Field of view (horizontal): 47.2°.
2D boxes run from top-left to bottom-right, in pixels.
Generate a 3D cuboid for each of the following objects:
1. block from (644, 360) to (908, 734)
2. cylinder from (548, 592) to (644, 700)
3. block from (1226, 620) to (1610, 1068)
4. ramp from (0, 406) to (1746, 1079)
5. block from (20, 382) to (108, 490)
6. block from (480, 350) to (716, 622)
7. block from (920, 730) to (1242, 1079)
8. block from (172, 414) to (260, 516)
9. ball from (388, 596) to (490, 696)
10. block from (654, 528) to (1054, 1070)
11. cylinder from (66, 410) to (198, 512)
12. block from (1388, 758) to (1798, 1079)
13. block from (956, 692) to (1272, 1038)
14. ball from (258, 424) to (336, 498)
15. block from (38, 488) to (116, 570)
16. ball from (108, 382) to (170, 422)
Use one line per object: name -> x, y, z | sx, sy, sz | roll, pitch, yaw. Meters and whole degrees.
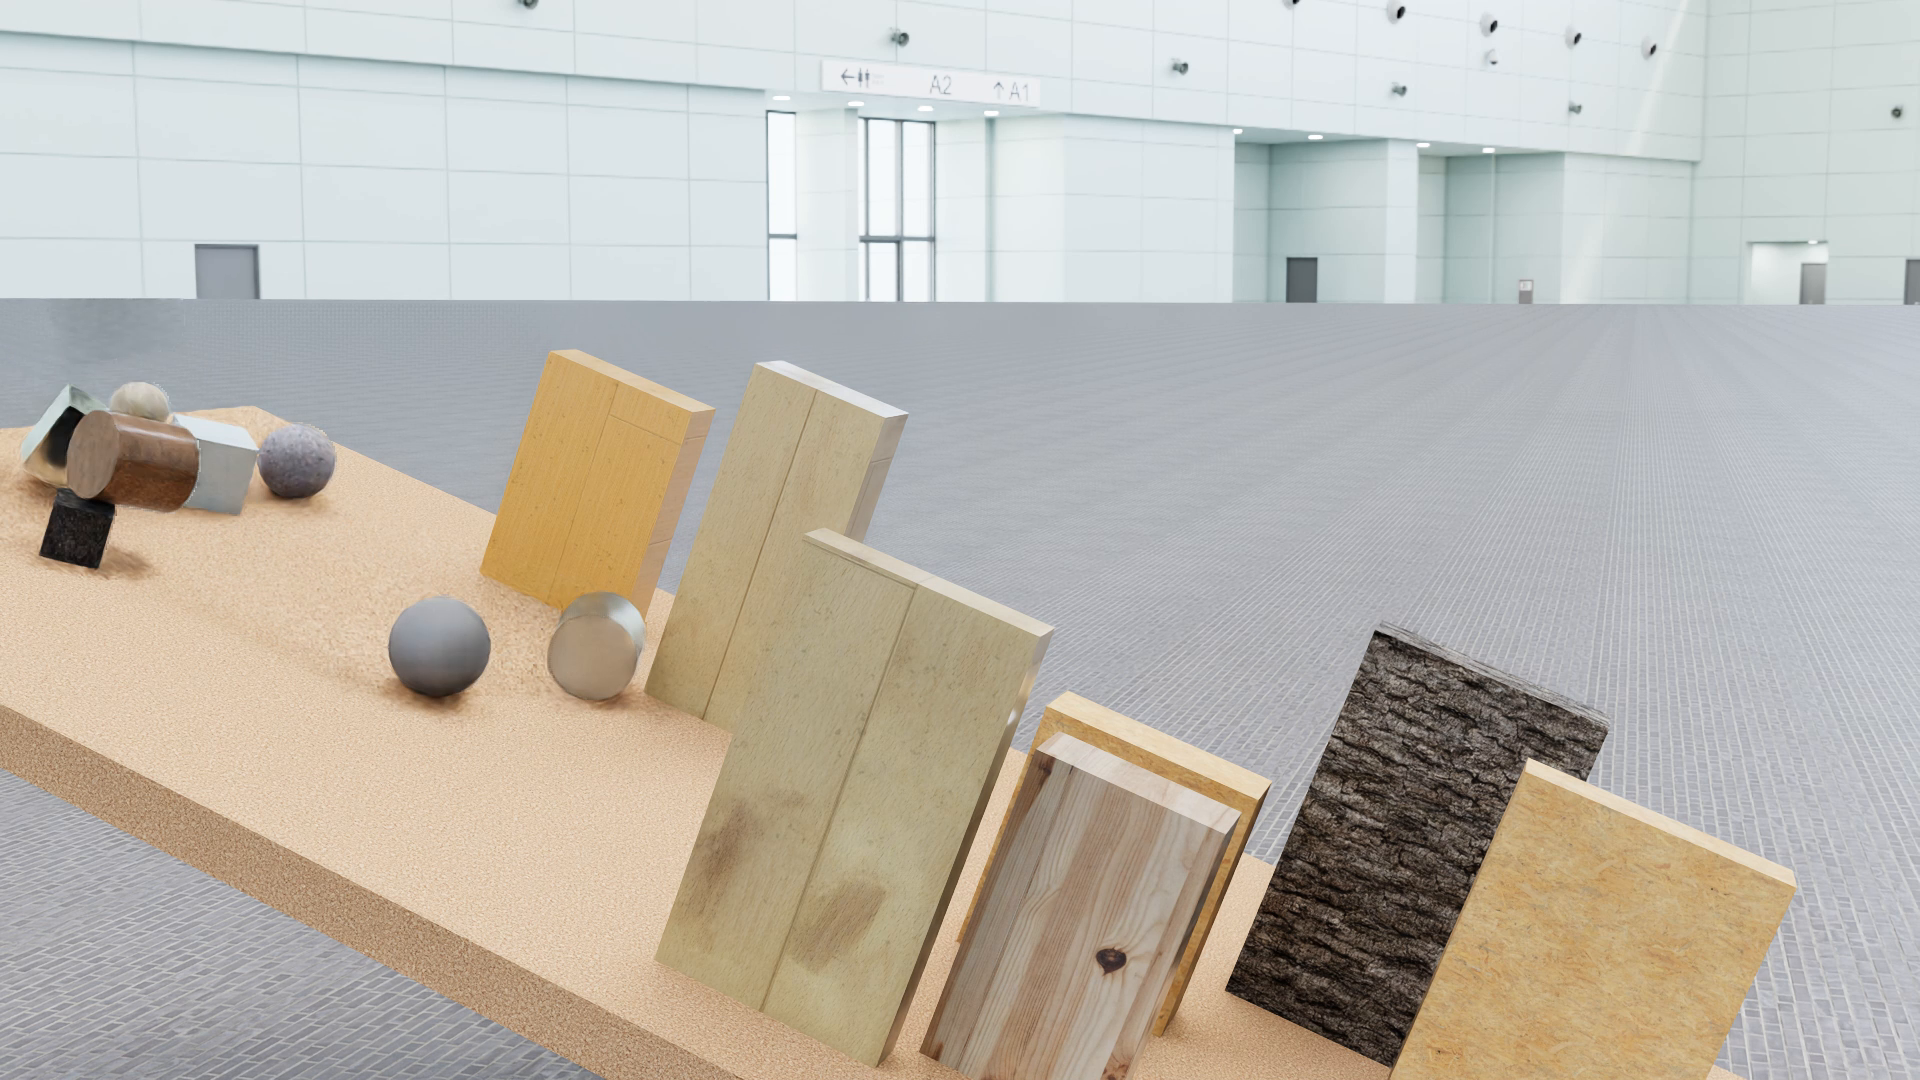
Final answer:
block -> -0.383, 0.029, 4.542 | 0.296, 0.735, 0.149 | 23, 13, 13
cylinder -> -0.740, 0.214, 4.483 | 0.179, 0.179, 0.179 | 0, 14, -3
block -> 0.840, 0.584, 4.067 | 0.442, 0.749, 0.119 | 23, 13, 13
ramp -> -0.324, 0.585, 4.205 | 4.000, 0.100, 2.000 | 23, 13, 13
block -> -1.796, -0.193, 4.490 | 0.160, 0.160, 0.160 | 37, 4, -29
block -> -0.813, -0.109, 4.920 | 0.364, 0.535, 0.128 | 23, 13, 13
block -> 0.186, 0.612, 3.423 | 0.313, 0.531, 0.140 | 23, 13, 13
block -> -1.627, -0.162, 4.749 | 0.154, 0.154, 0.154 | 12, 15, -33
ball -> -0.980, 0.201, 4.142 | 0.189, 0.189, 0.189 | 0, 7, 0
block -> -0.168, 0.393, 3.352 | 0.390, 0.725, 0.087 | 23, 13, 13
cylinder -> -1.592, -0.150, 4.231 | 0.173, 0.173, 0.173 | 5, -5, 37
block -> 0.937, 0.770, 3.427 | 0.422, 0.748, 0.100 | 23, 13, 13
block -> 0.271, 0.569, 3.894 | 0.398, 0.465, 0.149 | 23, 13, 13
ball -> -1.502, -0.177, 4.978 | 0.168, 0.168, 0.168 | 0, 7, 0
block -> -1.677, -0.022, 4.183 | 0.107, 0.107, 0.107 | 16, 12, -22
ball -> -1.667, -0.264, 4.466 | 0.115, 0.115, 0.115 | 0, 7, 0
